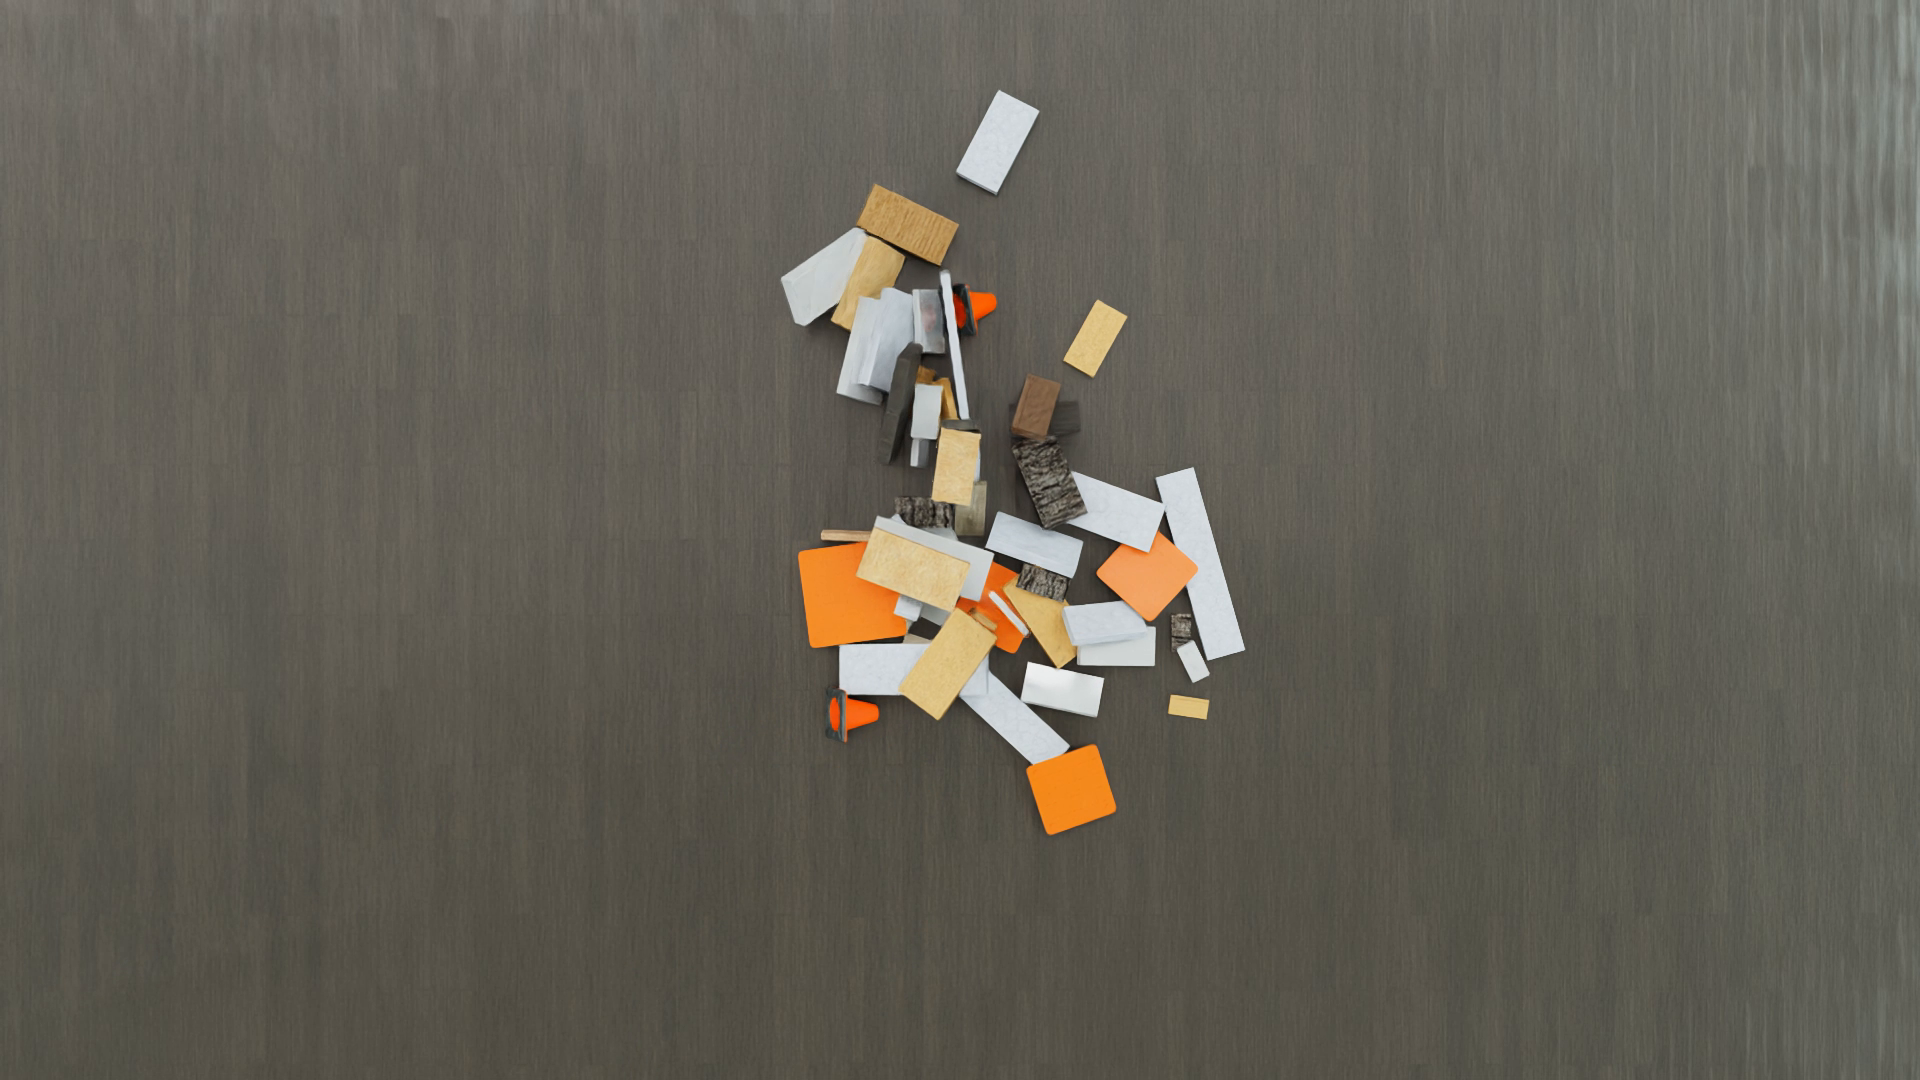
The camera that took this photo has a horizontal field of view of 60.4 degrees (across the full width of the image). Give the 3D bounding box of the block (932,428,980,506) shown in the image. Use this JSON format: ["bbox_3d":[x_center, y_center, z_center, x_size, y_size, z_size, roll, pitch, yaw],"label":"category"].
[{"bbox_3d":[-0.013,-0.234,5.309,0.126,0.036,0.252,9,124,0],"label":"block"}]

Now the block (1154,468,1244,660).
[{"bbox_3d":[0.797,0.079,5.482,0.129,0.036,0.629,-16,90,0],"label":"block"}]

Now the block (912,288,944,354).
[{"bbox_3d":[-0.104,-0.722,5.449,0.029,0.104,0.208,-2,93,44],"label":"block"}]

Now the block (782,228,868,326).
[{"bbox_3d":[-0.421,-0.856,5.353,0.337,0.048,0.168,-40,135,-28],"label":"block"}]

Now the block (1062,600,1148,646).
[{"bbox_3d":[0.474,0.270,5.411,0.257,0.036,0.129,-5,54,-18],"label":"block"}]

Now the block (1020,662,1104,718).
[{"bbox_3d":[0.338,0.497,5.464,0.257,0.036,0.128,12,73,0],"label":"block"}]

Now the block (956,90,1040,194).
[{"bbox_3d":[0.125,-1.320,5.478,0.152,0.043,0.304,27,90,0],"label":"block"}]

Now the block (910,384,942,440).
[{"bbox_3d":[-0.110,-0.420,5.392,0.087,0.025,0.175,5,94,-3],"label":"block"}]

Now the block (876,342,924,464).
[{"bbox_3d":[-0.196,-0.443,5.337,0.046,0.163,0.364,17,117,6],"label":"block"}]

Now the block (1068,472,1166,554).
[{"bbox_3d":[0.497,-0.093,5.452,0.332,0.047,0.166,21,90,9],"label":"block"}]

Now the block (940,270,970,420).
[{"bbox_3d":[-0.015,-0.627,5.382,0.029,0.104,0.496,-7,106,2],"label":"block"}]

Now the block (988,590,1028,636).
[{"bbox_3d":[0.159,0.240,5.386,0.023,0.082,0.164,-41,71,-2],"label":"block"}]

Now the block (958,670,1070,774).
[{"bbox_3d":[0.166,0.587,5.482,0.423,0.036,0.128,43,90,0],"label":"block"}]

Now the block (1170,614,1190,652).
[{"bbox_3d":[0.735,0.309,5.491,0.064,0.018,0.128,0,90,0],"label":"block"}]

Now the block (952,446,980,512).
[{"bbox_3d":[0.001,-0.200,5.409,0.126,0.036,0.252,1,128,0],"label":"block"}]

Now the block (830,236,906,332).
[{"bbox_3d":[-0.300,-0.827,5.428,0.043,0.152,0.304,24,90,41],"label":"block"}]

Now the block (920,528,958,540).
[{"bbox_3d":[-0.055,0.016,5.470,0.099,0.028,0.199,-25,91,17],"label":"block"}]

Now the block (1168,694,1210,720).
[{"bbox_3d":[0.760,0.555,5.491,0.128,0.018,0.064,9,90,0],"label":"block"}]

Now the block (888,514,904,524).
[{"bbox_3d":[-0.193,-0.002,5.462,0.080,0.023,0.159,-32,94,38],"label":"block"}]

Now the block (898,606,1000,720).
[{"bbox_3d":[-0.037,0.402,5.363,0.166,0.047,0.332,36,92,10],"label":"block"}]

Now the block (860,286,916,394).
[{"bbox_3d":[-0.219,-0.651,5.426,0.046,0.163,0.326,14,90,44],"label":"block"}]

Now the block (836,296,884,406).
[{"bbox_3d":[-0.294,-0.620,5.425,0.046,0.163,0.326,14,90,44],"label":"block"}]

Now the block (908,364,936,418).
[{"bbox_3d":[-0.159,-0.495,5.441,0.087,0.025,0.175,18,110,-34],"label":"block"}]

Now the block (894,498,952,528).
[{"bbox_3d":[-0.121,-0.090,5.444,0.199,0.028,0.099,1,89,25],"label":"block"}]

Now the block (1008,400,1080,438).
[{"bbox_3d":[0.279,-0.400,5.449,0.230,0.033,0.115,-3,54,2],"label":"block"}]

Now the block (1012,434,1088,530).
[{"bbox_3d":[0.294,-0.201,5.439,0.151,0.043,0.301,-23,77,5],"label":"block"}]

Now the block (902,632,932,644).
[{"bbox_3d":[-0.075,0.406,5.459,0.257,0.036,0.128,18,89,10],"label":"block"}]

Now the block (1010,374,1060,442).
[{"bbox_3d":[0.249,-0.435,5.422,0.115,0.033,0.230,17,57,1],"label":"block"}]

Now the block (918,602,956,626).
[{"bbox_3d":[-0.090,0.232,5.490,0.146,0.021,0.073,26,90,0],"label":"block"}]

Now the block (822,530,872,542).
[{"bbox_3d":[-0.376,-0.014,5.459,0.159,0.080,0.023,2,98,0],"label":"block"}]

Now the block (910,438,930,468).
[{"bbox_3d":[-0.129,-0.328,5.455,0.025,0.087,0.175,5,90,22],"label":"block"}]

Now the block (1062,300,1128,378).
[{"bbox_3d":[0.448,-0.669,5.484,0.115,0.033,0.230,29,90,0],"label":"block"}]

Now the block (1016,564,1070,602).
[{"bbox_3d":[0.273,0.141,5.397,0.164,0.023,0.082,19,91,-12],"label":"block"}]

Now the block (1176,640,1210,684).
[{"bbox_3d":[0.774,0.404,5.479,0.064,0.018,0.128,-27,101,0],"label":"block"}]

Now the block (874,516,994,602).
[{"bbox_3d":[-0.105,0.062,5.411,0.402,0.048,0.168,18,92,-4],"label":"block"}]

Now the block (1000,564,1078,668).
[{"bbox_3d":[0.289,0.247,5.442,0.151,0.043,0.329,-36,100,-6],"label":"block"}]

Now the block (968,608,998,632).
[{"bbox_3d":[0.073,0.257,5.366,0.082,0.164,0.023,37,88,-7],"label":"block"}]

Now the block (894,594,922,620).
[{"bbox_3d":[-0.158,0.183,5.419,0.080,0.023,0.159,19,58,-4],"label":"block"}]

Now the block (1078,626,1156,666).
[{"bbox_3d":[0.517,0.349,5.453,0.257,0.036,0.129,1,90,-13],"label":"block"}]

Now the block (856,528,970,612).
[{"bbox_3d":[-0.152,0.097,5.362,0.337,0.048,0.168,21,91,-4],"label":"block"}]

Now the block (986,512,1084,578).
[{"bbox_3d":[0.246,0.014,5.428,0.302,0.151,0.043,19,129,0],"label":"block"}]

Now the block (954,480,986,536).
[{"bbox_3d":[0.034,-0.104,5.433,0.099,0.028,0.199,3,124,0],"label":"block"}]

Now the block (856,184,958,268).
[{"bbox_3d":[-0.174,-1.041,5.463,0.304,0.043,0.152,25,90,-6],"label":"block"}]

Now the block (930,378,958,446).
[{"bbox_3d":[-0.056,-0.423,5.449,0.029,0.104,0.208,-13,90,-36],"label":"block"}]

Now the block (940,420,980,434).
[{"bbox_3d":[-0.002,-0.315,5.378,0.126,0.252,0.036,1,65,0],"label":"block"}]

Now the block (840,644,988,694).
[{"bbox_3d":[-0.152,0.425,5.427,0.488,0.047,0.166,-1,86,9],"label":"block"}]

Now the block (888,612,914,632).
[{"bbox_3d":[-0.174,0.226,5.470,0.073,0.021,0.146,26,93,12],"label":"block"}]
